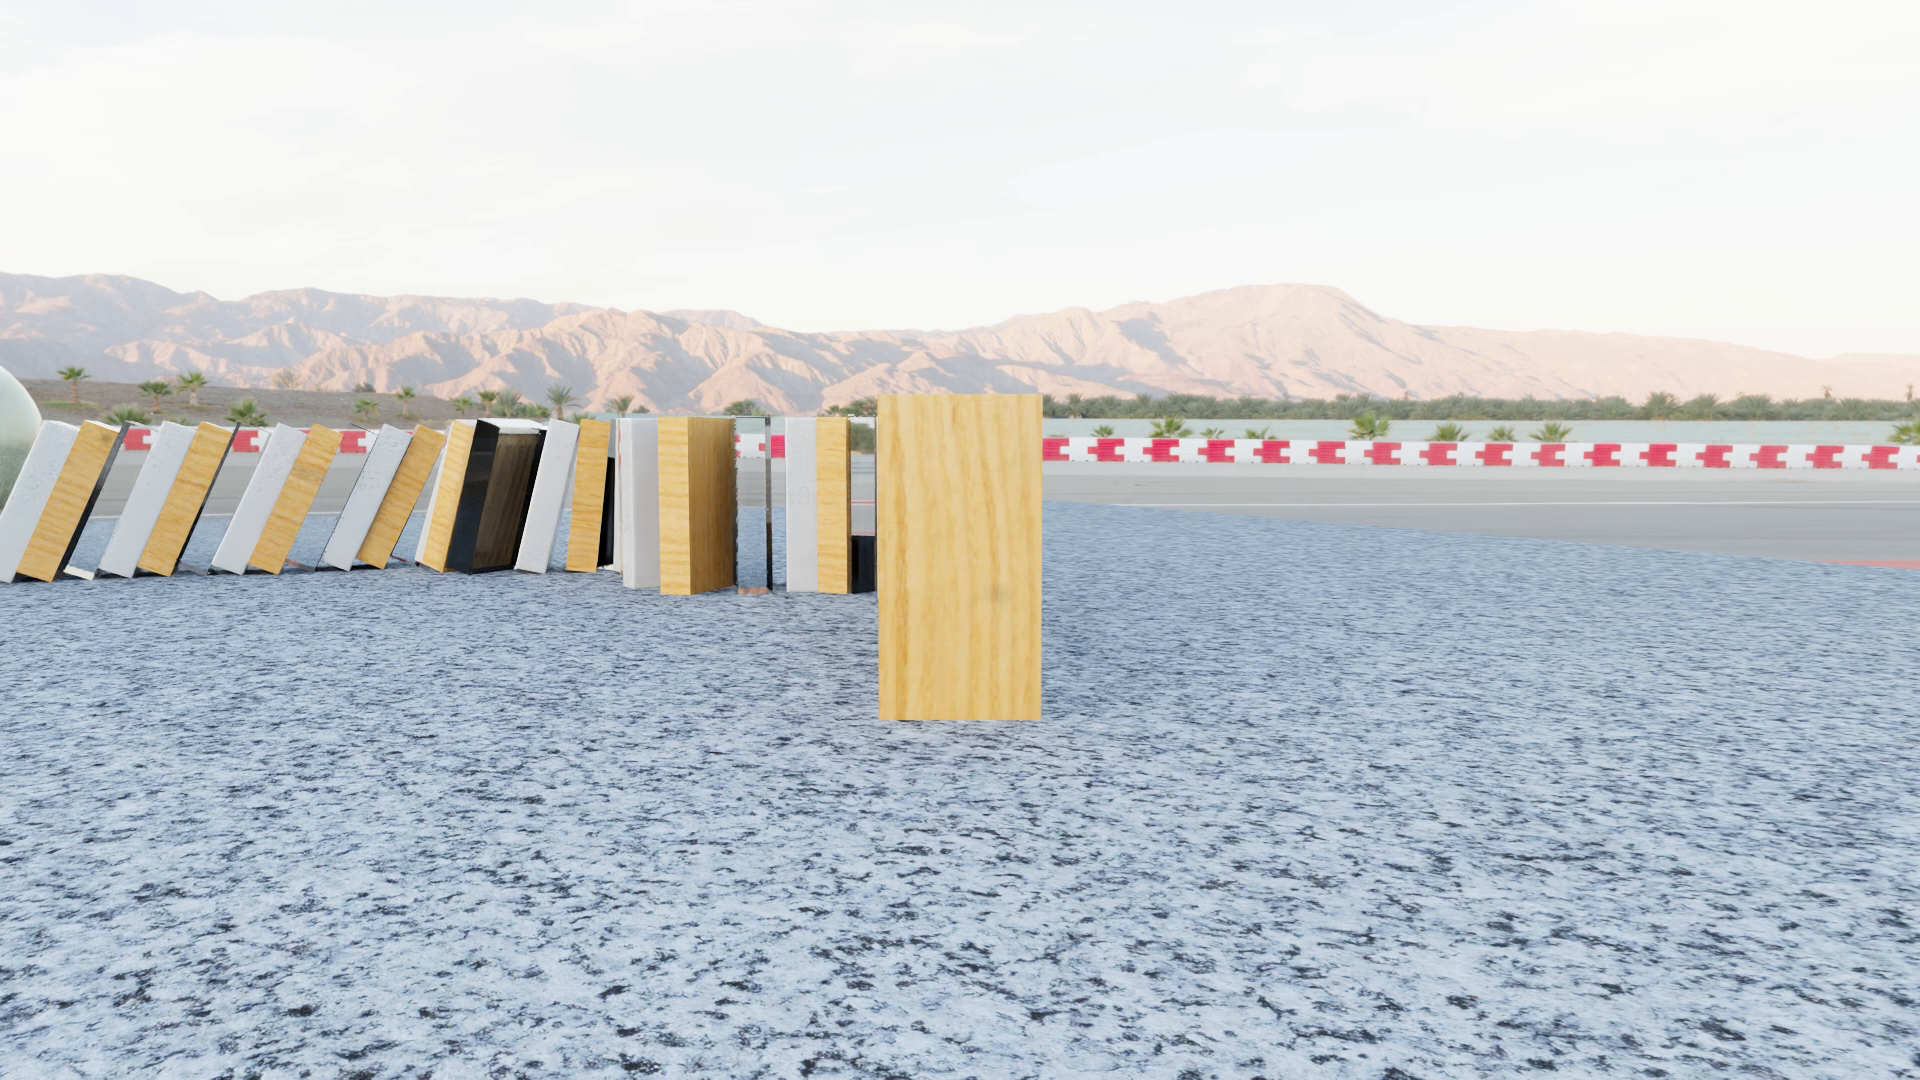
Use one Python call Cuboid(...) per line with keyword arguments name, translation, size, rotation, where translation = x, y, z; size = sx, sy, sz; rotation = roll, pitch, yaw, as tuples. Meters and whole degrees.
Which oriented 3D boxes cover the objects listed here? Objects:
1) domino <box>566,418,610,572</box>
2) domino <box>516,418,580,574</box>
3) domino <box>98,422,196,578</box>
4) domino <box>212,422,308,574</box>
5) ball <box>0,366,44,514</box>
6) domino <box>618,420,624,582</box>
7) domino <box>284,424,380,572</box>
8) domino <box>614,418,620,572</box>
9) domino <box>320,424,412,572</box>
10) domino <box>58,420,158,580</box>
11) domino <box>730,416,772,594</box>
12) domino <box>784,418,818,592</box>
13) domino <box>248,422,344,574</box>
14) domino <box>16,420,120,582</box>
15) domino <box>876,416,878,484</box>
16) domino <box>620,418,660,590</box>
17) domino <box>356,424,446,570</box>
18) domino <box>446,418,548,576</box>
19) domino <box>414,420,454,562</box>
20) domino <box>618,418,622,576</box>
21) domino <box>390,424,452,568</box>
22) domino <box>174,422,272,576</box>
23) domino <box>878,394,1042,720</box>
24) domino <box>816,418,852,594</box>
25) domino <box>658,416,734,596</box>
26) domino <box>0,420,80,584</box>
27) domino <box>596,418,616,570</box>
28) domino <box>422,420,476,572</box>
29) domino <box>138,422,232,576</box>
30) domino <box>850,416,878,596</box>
Cuboid(name="domino", translation=(-0.125, -0.015, 0.435), size=(0.009, 0.050, 0.025), rotation=(6, 3, -14))
Cuboid(name="domino", translation=(-0.137, -0.015, 0.430), size=(0.010, 0.050, 0.025), rotation=(13, 1, -15))
Cuboid(name="domino", translation=(-0.263, -0.014, 0.418), size=(0.009, 0.050, 0.025), rotation=(23, -6, -25))
Cuboid(name="domino", translation=(-0.233, -0.014, 0.428), size=(0.009, 0.050, 0.025), rotation=(25, -7, -25))
Cuboid(name="ball", translation=(-0.345, -0.029, 0.417), size=(0.080, 0.080, 0.080), rotation=(0, 4, 0))
Cuboid(name="domino", translation=(-0.092, -0.012, 0.399), size=(0.025, 0.050, 0.009), rotation=(-1, 4, -17))
Cuboid(name="domino", translation=(-0.212, -0.015, 0.434), size=(0.009, 0.050, 0.025), rotation=(25, -7, -25))
Cuboid(name="domino", translation=(-0.101, -0.015, 0.425), size=(0.025, 0.050, 0.009), rotation=(-3, 11, -39))
Cuboid(name="domino", translation=(-0.204, -0.015, 0.441), size=(0.010, 0.050, 0.025), rotation=(25, -7, -25))
Cuboid(name="domino", translation=(-0.272, -0.013, 0.412), size=(0.010, 0.050, 0.025), rotation=(23, -6, -25))
Cuboid(name="domino", translation=(-0.061, -0.011, 0.375), size=(0.009, 0.050, 0.025), rotation=(-1, 4, -14))
Cuboid(name="domino", translation=(-0.047, -0.011, 0.379), size=(0.009, 0.050, 0.025), rotation=(-1, 4, -8))
Cuboid(name="domino", translation=(-0.222, -0.014, 0.430), size=(0.009, 0.050, 0.025), rotation=(25, -7, -25))
Cuboid(name="domino", translation=(-0.280, -0.013, 0.406), size=(0.009, 0.050, 0.025), rotation=(23, -6, -25))
Cuboid(name="domino", translation=(-0.010, -0.009, 0.355), size=(0.025, 0.050, 0.009), rotation=(-2, 5, -26))
Cuboid(name="domino", translation=(-0.088, -0.011, 0.385), size=(0.025, 0.050, 0.009), rotation=(-3, 5, -32))
Cuboid(name="domino", translation=(-0.195, -0.016, 0.448), size=(0.009, 0.050, 0.025), rotation=(26, -7, -25))
Cuboid(name="domino", translation=(-0.153, -0.015, 0.425), size=(0.009, 0.050, 0.025), rotation=(19, 10, 18))
Cuboid(name="domino", translation=(-0.170, -0.016, 0.444), size=(0.009, 0.050, 0.025), rotation=(21, 9, 12))
Cuboid(name="domino", translation=(-0.096, -0.014, 0.412), size=(0.025, 0.050, 0.009), rotation=(-1, 8, -18))
Cuboid(name="domino", translation=(-0.186, -0.016, 0.453), size=(0.009, 0.050, 0.025), rotation=(26, -8, -26))
Cuboid(name="domino", translation=(-0.244, -0.014, 0.426), size=(0.009, 0.050, 0.025), rotation=(23, -6, -25))
Cuboid(name="domino", translation=(0.000, 0.002, 0.201), size=(0.025, 0.050, 0.010), rotation=(0, 4, 0))
Cuboid(name="domino", translation=(-0.031, -0.011, 0.376), size=(0.009, 0.050, 0.025), rotation=(2, 5, 24))
Cuboid(name="domino", translation=(-0.077, -0.010, 0.373), size=(0.009, 0.050, 0.025), rotation=(1, 5, 18))
Cuboid(name="domino", translation=(-0.290, -0.013, 0.403), size=(0.009, 0.050, 0.025), rotation=(23, -6, -25))
Cuboid(name="domino", translation=(-0.112, -0.016, 0.438), size=(0.009, 0.050, 0.025), rotation=(8, 5, 7))
Cuboid(name="domino", translation=(-0.163, -0.015, 0.432), size=(0.009, 0.050, 0.025), rotation=(22, 13, 22))
Cuboid(name="domino", translation=(-0.254, -0.014, 0.423), size=(0.009, 0.050, 0.025), rotation=(23, -6, -25))
Cuboid(name="domino", translation=(-0.019, -0.010, 0.367), size=(0.010, 0.050, 0.025), rotation=(4, 6, 43))
